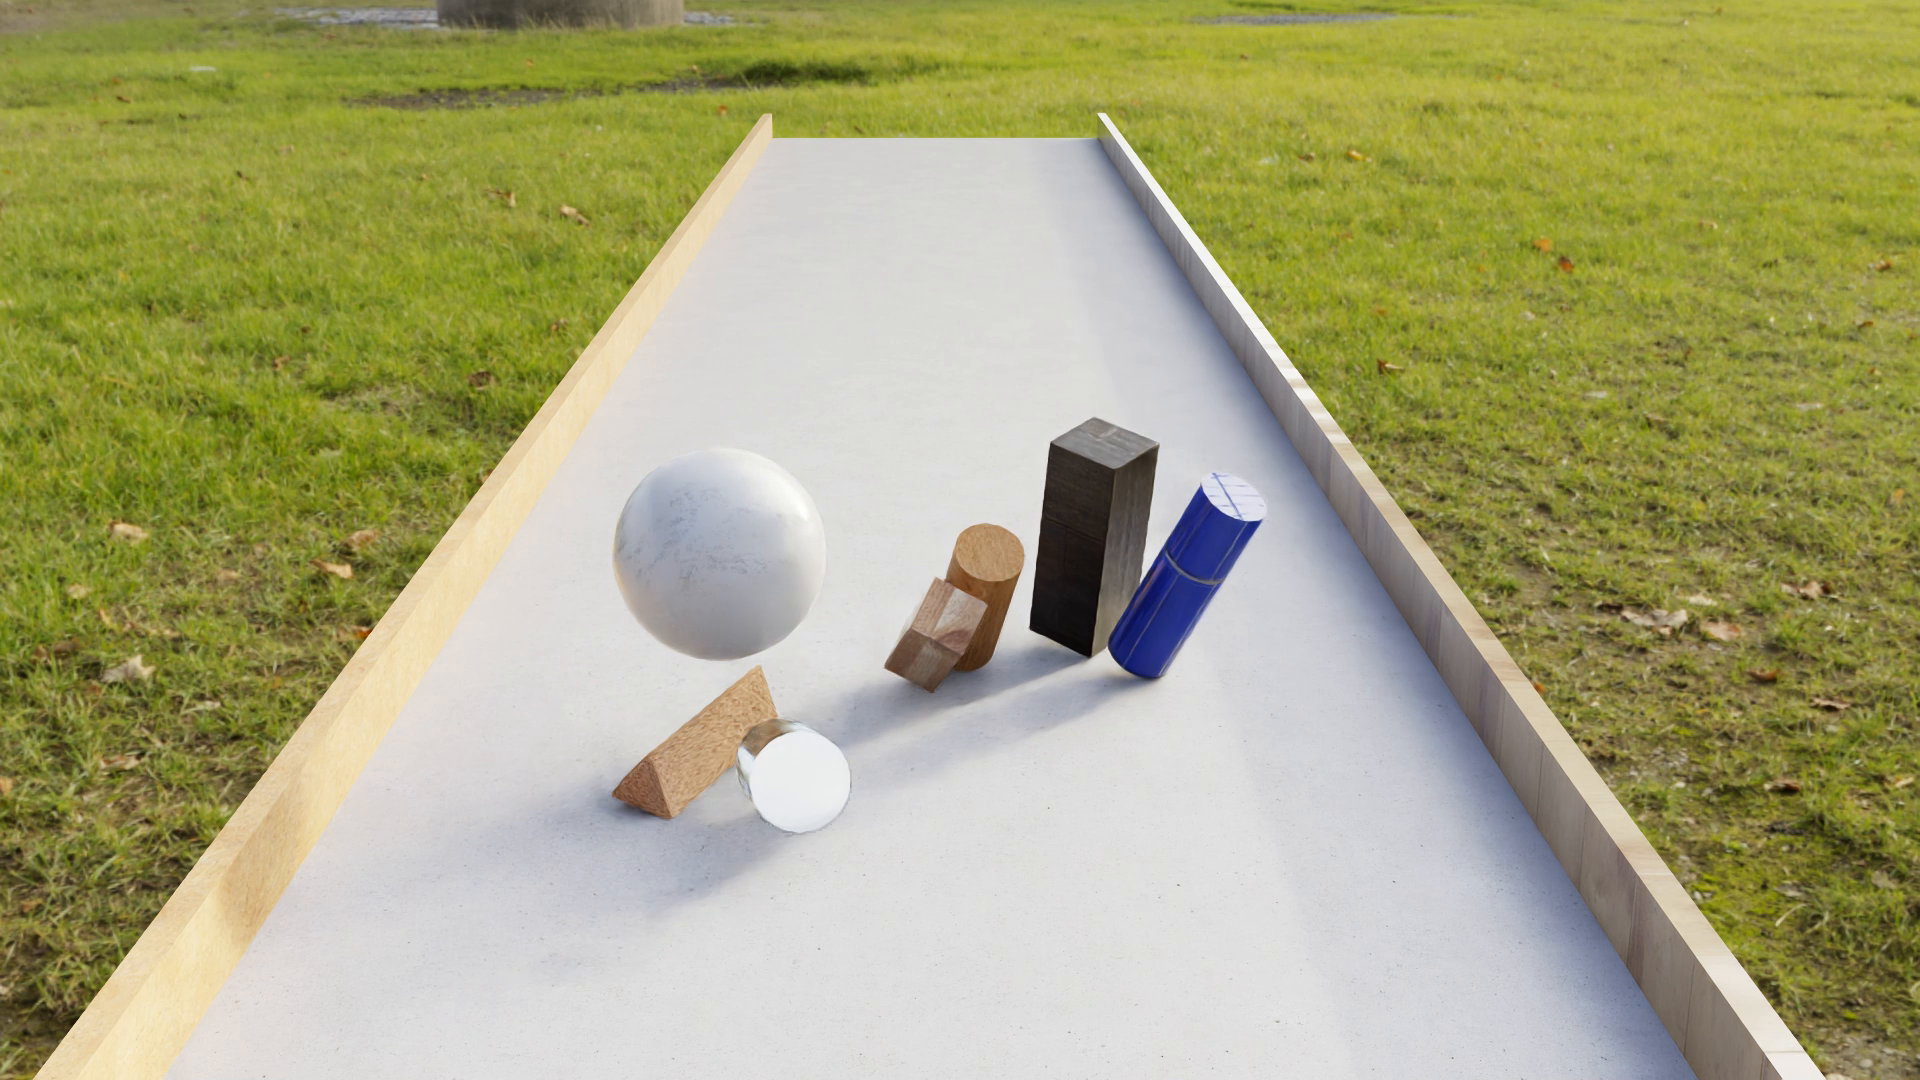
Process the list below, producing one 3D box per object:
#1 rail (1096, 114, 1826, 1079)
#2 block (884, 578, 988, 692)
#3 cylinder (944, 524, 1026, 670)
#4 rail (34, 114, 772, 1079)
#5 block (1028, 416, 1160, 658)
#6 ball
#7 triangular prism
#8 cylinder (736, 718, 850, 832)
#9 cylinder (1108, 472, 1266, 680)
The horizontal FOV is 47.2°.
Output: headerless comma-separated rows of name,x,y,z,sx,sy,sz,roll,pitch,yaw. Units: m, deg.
rail,0.932,-0.844,7.801,0.050,0.150,12.000,0,17,-1
block,-0.049,0.180,4.110,0.108,0.108,0.303,28,-20,-2
cylinder,0.030,0.114,4.268,0.135,0.311,0.135,6,53,-8
rail,-1.118,-0.838,7.780,0.050,0.150,12.000,0,17,-1
block,0.266,-0.004,4.407,0.156,0.435,0.156,25,36,30
ball,-0.415,0.024,3.805,0.370,0.370,0.370,0,17,0
triangular prism,-0.447,0.335,3.818,0.117,0.101,0.390,20,27,16
cylinder,-0.273,0.373,3.533,0.153,0.153,0.348,-3,-1,-10
cylinder,0.432,0.072,4.219,0.134,0.429,0.134,17,38,-14
